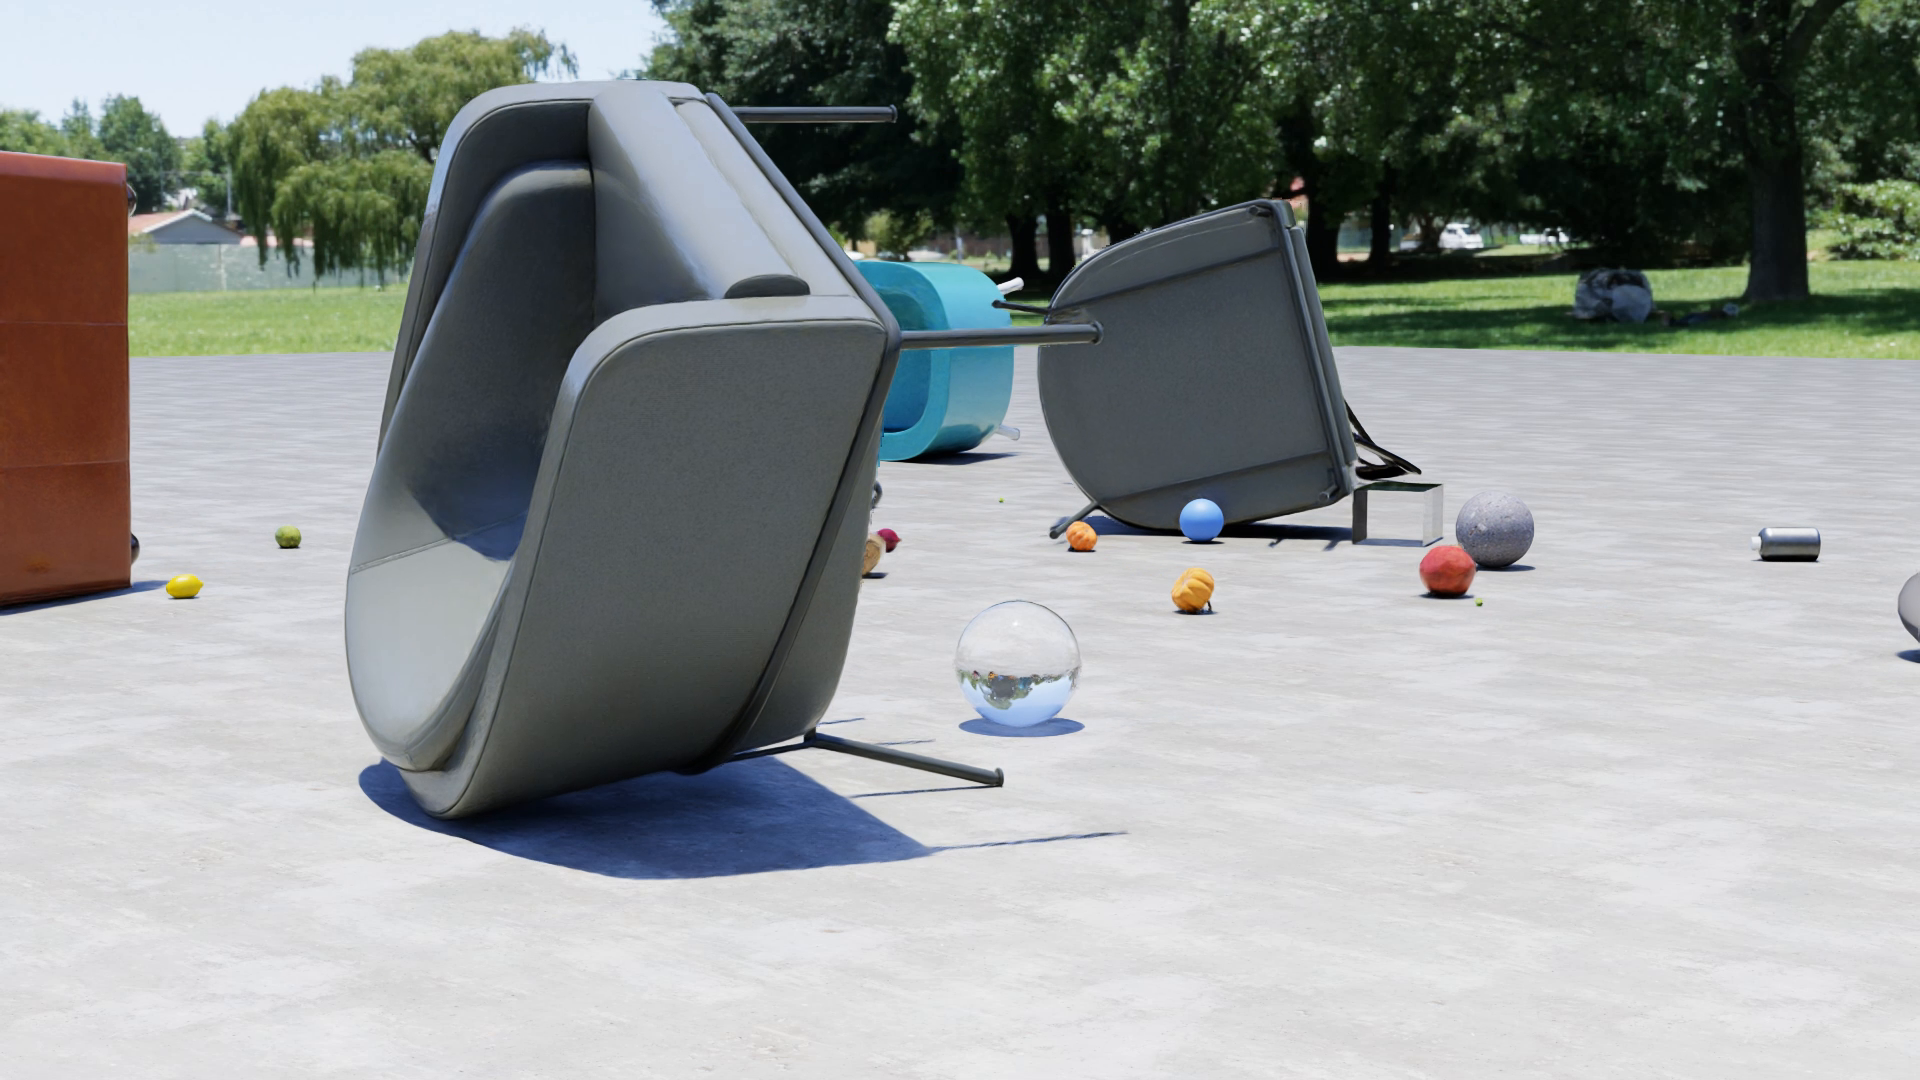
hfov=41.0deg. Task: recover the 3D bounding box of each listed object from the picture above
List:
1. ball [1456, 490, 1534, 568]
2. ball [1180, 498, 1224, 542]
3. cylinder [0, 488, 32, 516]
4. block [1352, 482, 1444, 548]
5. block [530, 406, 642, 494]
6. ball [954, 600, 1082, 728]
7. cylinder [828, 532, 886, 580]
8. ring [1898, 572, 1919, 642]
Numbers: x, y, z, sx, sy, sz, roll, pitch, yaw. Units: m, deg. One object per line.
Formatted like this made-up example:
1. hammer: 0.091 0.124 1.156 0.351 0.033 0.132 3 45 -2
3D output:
1. ball: 1.208 -0.025 5.794 0.176 0.176 0.176 0 6 0
2. ball: 0.597 -0.048 6.342 0.109 0.109 0.109 0 6 0
3. cylinder: -2.616 -0.105 7.055 0.116 0.062 0.061 27 5 -3
4. block: 1.090 -0.065 6.378 0.174 0.136 0.262 2 6 21
5. block: -1.140 -0.275 7.845 0.303 0.255 0.223 0 6 2
6. ball: 0.085 0.181 3.748 0.186 0.186 0.186 0 6 0
7. cylinder: -0.225 0.034 5.643 0.120 0.081 0.137 -26 4 6
8. ring: 1.802 0.124 4.384 0.381 0.097 0.343 13 31 36
